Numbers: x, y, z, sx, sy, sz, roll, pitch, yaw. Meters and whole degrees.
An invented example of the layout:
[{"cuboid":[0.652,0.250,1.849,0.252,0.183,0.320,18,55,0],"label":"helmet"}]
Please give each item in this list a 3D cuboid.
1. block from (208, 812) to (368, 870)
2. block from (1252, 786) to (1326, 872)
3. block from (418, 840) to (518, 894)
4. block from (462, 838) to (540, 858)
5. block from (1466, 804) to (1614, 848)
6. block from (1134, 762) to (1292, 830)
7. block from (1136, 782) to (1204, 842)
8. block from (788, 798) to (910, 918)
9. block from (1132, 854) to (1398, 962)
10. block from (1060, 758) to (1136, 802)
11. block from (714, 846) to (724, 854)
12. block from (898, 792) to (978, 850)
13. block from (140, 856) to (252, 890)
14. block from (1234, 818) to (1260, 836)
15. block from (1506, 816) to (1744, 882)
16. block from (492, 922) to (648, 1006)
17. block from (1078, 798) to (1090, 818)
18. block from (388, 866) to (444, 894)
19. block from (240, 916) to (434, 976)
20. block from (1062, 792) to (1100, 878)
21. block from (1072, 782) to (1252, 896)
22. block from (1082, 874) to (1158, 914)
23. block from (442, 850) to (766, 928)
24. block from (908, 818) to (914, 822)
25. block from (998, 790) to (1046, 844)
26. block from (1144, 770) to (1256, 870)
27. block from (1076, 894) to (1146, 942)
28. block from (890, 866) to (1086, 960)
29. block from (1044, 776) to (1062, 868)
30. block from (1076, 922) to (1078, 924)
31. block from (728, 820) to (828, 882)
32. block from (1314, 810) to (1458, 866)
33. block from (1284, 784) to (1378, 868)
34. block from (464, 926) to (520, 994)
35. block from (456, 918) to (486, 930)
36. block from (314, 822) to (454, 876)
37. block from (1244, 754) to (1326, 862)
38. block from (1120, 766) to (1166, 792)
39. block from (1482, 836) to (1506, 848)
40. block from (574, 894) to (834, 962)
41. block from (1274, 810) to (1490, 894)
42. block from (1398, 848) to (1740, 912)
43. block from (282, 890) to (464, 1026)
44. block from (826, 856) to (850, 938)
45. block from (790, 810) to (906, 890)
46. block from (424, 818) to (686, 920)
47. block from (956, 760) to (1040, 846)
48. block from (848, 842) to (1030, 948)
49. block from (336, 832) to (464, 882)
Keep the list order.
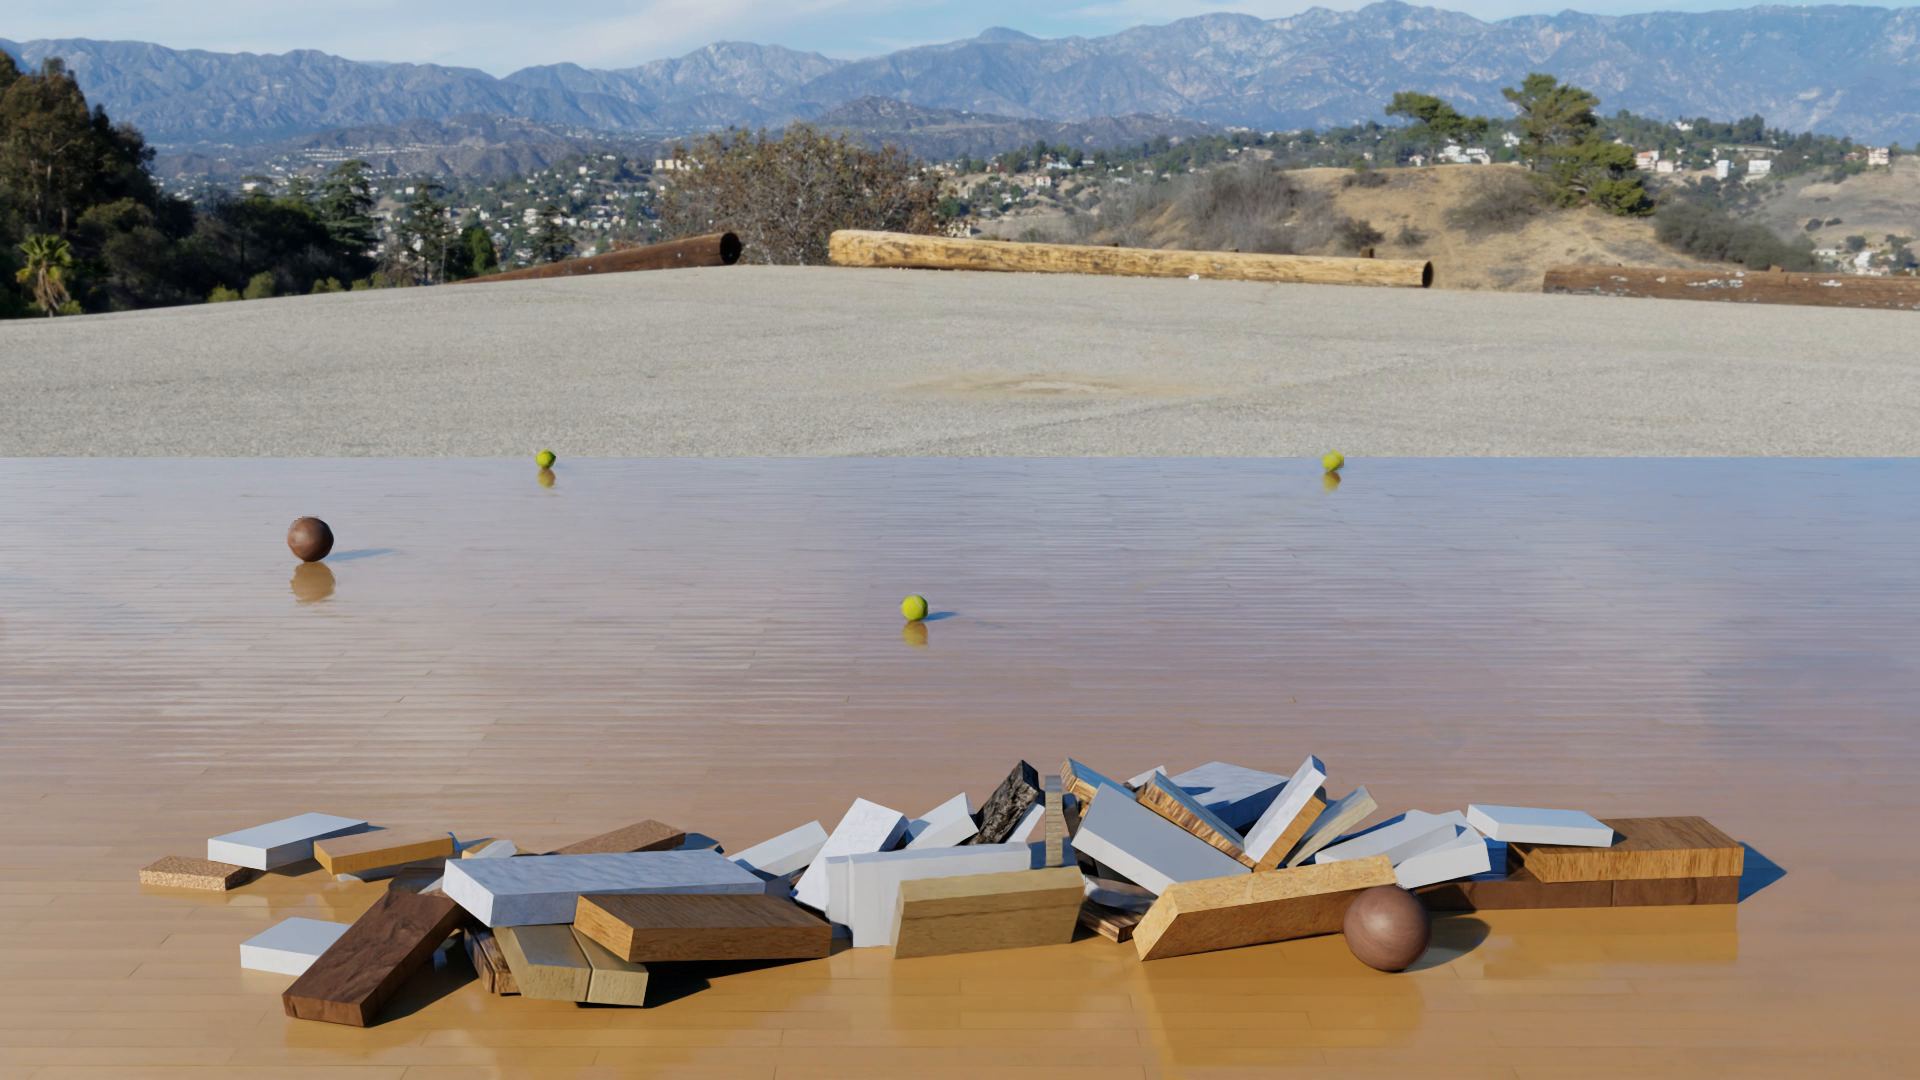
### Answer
[{"cuboid":[-1.173,0.525,3.848,0.128,0.036,0.257,5,6,25],"label":"block"},{"cuboid":[0.535,0.484,3.614,0.026,0.183,0.091,37,13,0],"label":"block"},{"cuboid":[-0.809,0.546,3.603,0.161,0.023,0.081,-34,9,-29],"label":"block"},{"cuboid":[-0.737,0.551,3.699,0.179,0.025,0.090,16,12,19],"label":"block"},{"cuboid":[0.956,0.471,3.628,0.209,0.030,0.104,5,9,-14],"label":"block"},{"cuboid":[0.430,0.470,3.922,0.170,0.048,0.339,9,14,39],"label":"block"},{"cuboid":[0.369,0.474,3.645,0.177,0.023,0.082,38,11,0],"label":"block"},{"cuboid":[-0.180,0.522,3.595,0.102,0.029,0.204,14,57,39],"label":"block"},{"cuboid":[0.469,0.566,3.382,0.376,0.048,0.170,-4,-33,-21],"label":"block"},{"cuboid":[0.258,0.432,3.665,0.190,0.027,0.095,29,11,-9],"label":"block"},{"cuboid":[-0.441,0.554,3.745,0.049,0.014,0.099,-40,-4,20],"label":"block"},{"cuboid":[-0.087,0.513,3.662,0.246,0.035,0.123,-30,10,3],"label":"block"},{"cuboid":[-1.299,0.566,3.737,0.161,0.023,0.081,3,11,14],"label":"block"},{"cuboid":[0.437,0.517,3.930,0.339,0.048,0.170,-3,11,-14],"label":"block"},{"cuboid":[1.108,0.515,3.675,0.339,0.048,0.170,-1,11,-6],"label":"block"},{"cuboid":[-0.594,0.607,3.300,0.175,0.049,0.349,9,6,-22],"label":"block"},{"cuboid":[0.273,0.475,3.642,0.165,0.023,0.082,30,10,-4],"label":"block"},{"cuboid":[-0.853,0.576,3.677,0.179,0.025,0.090,1,11,4],"label":"block"},{"cuboid":[-0.951,0.629,3.359,0.257,0.036,0.128,4,11,19],"label":"block"},{"cuboid":[0.202,0.509,3.652,0.023,0.165,0.082,-16,10,4],"label":"block"},{"cuboid":[0.326,0.510,3.535,0.283,0.040,0.141,30,29,2],"label":"block"},{"cuboid":[0.279,0.576,3.539,0.164,0.023,0.082,16,4,-21],"label":"block"},{"cuboid":[-0.552,0.541,3.441,0.469,0.049,0.175,4,9,-37],"label":"block"},{"cuboid":[-0.097,0.529,3.952,0.061,0.017,0.122,0,11,2],"label":"block"},{"cuboid":[0.081,0.503,3.654,0.027,0.190,0.095,31,10,-4],"label":"block"},{"cuboid":[0.399,0.466,3.642,0.211,0.026,0.091,38,11,1],"label":"block"},{"cuboid":[0.219,0.593,3.518,0.082,0.023,0.164,-6,19,-45],"label":"block"},{"cuboid":[0.041,0.572,3.378,0.283,0.141,0.040,-3,43,-14],"label":"block"},{"cuboid":[0.156,0.496,3.652,0.027,0.190,0.095,-1,11,1],"label":"block"},{"cuboid":[0.166,0.603,3.554,0.061,0.017,0.122,4,11,23],"label":"block"},{"cuboid":[-0.320,0.538,3.695,0.204,0.029,0.102,-22,15,-11],"label":"block"},{"cuboid":[0.696,0.498,3.598,0.209,0.030,0.104,-18,12,-24],"label":"block"},{"cuboid":[0.606,0.473,3.629,0.176,0.025,0.088,-37,2,6],"label":"block"},{"cuboid":[-0.679,0.632,3.326,0.105,0.030,0.210,3,9,-23],"label":"block"},{"cuboid":[-0.755,0.585,3.541,0.090,0.025,0.179,15,15,4],"label":"block"},{"cuboid":[-0.986,0.527,3.765,0.210,0.030,0.105,-6,12,-31],"label":"block"},{"cuboid":[0.534,0.441,3.620,0.026,0.183,0.091,37,11,0],"label":"block"},{"cuboid":[0.282,0.455,3.925,0.061,0.017,0.300,-20,-11,-24],"label":"block"},{"cuboid":[0.988,0.542,3.845,0.209,0.030,0.104,-4,11,-20],"label":"block"},{"cuboid":[-0.389,0.588,3.347,0.349,0.049,0.175,7,5,-37],"label":"block"},{"cuboid":[0.686,0.533,3.640,0.339,0.048,0.170,-13,11,1],"label":"block"},{"cuboid":[1.005,0.563,3.680,0.541,0.048,0.170,-1,11,-4],"label":"block"},{"cuboid":[-0.862,0.614,3.248,0.128,0.036,0.285,3,23,18],"label":"block"},{"cuboid":[-0.090,0.559,3.497,0.246,0.123,0.035,-2,11,-13],"label":"block"},{"cuboid":[-0.187,0.527,3.674,0.204,0.029,0.102,-28,11,3],"label":"block"},{"cuboid":[-0.674,0.547,3.642,0.081,0.023,0.589,15,14,30],"label":"block"},{"cuboid":[0.040,0.484,3.652,0.035,0.246,0.123,38,9,-6],"label":"block"},{"cuboid":[-0.032,0.557,3.455,0.283,0.141,0.040,-2,14,-13],"label":"block"},{"cuboid":[-0.976,0.548,3.812,0.210,0.030,0.105,-5,11,-23],"label":"block"}]
